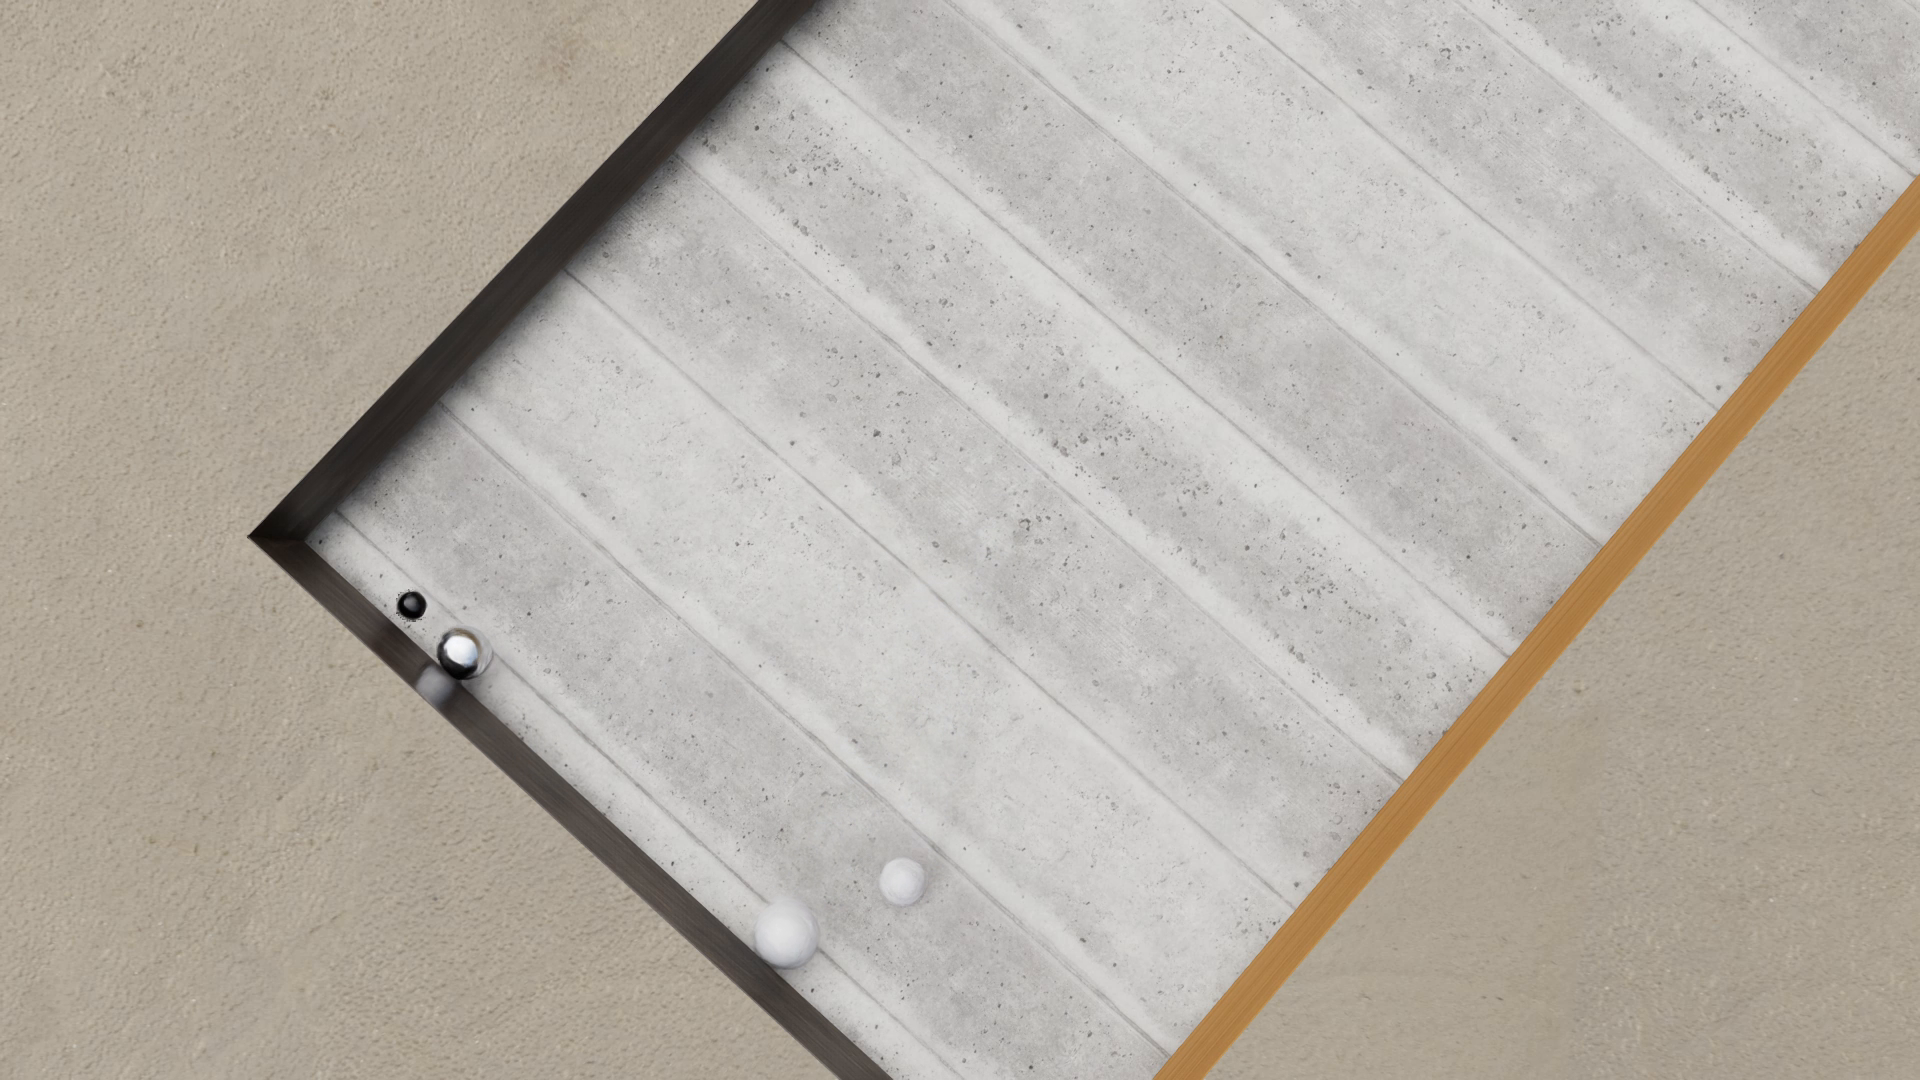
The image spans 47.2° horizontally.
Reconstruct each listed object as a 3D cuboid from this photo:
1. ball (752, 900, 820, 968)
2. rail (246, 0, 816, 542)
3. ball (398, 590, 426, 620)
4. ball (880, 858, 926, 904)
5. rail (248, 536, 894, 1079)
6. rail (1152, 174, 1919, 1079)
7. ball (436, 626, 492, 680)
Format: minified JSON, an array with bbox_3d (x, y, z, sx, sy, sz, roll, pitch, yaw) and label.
[{"bbox_3d":[-0.251,0.568,3.170,0.097,0.097,0.097,0,80,0],"label":"ball"},{"bbox_3d":[-0.098,-1.004,3.420,0.045,0.126,2.775,41,83,6],"label":"rail"},{"bbox_3d":[-0.817,0.097,3.277,0.043,0.043,0.043,0,80,0],"label":"ball"},{"bbox_3d":[-0.084,0.496,3.197,0.068,0.068,0.068,0,80,0],"label":"ball"},{"bbox_3d":[-0.444,0.490,3.167,1.536,0.126,0.045,41,83,6],"label":"rail"},{"bbox_3d":[1.017,-0.031,3.255,0.045,0.126,2.775,41,83,6],"label":"rail"},{"bbox_3d":[-0.731,0.166,3.246,0.080,0.080,0.080,0,80,0],"label":"ball"}]
